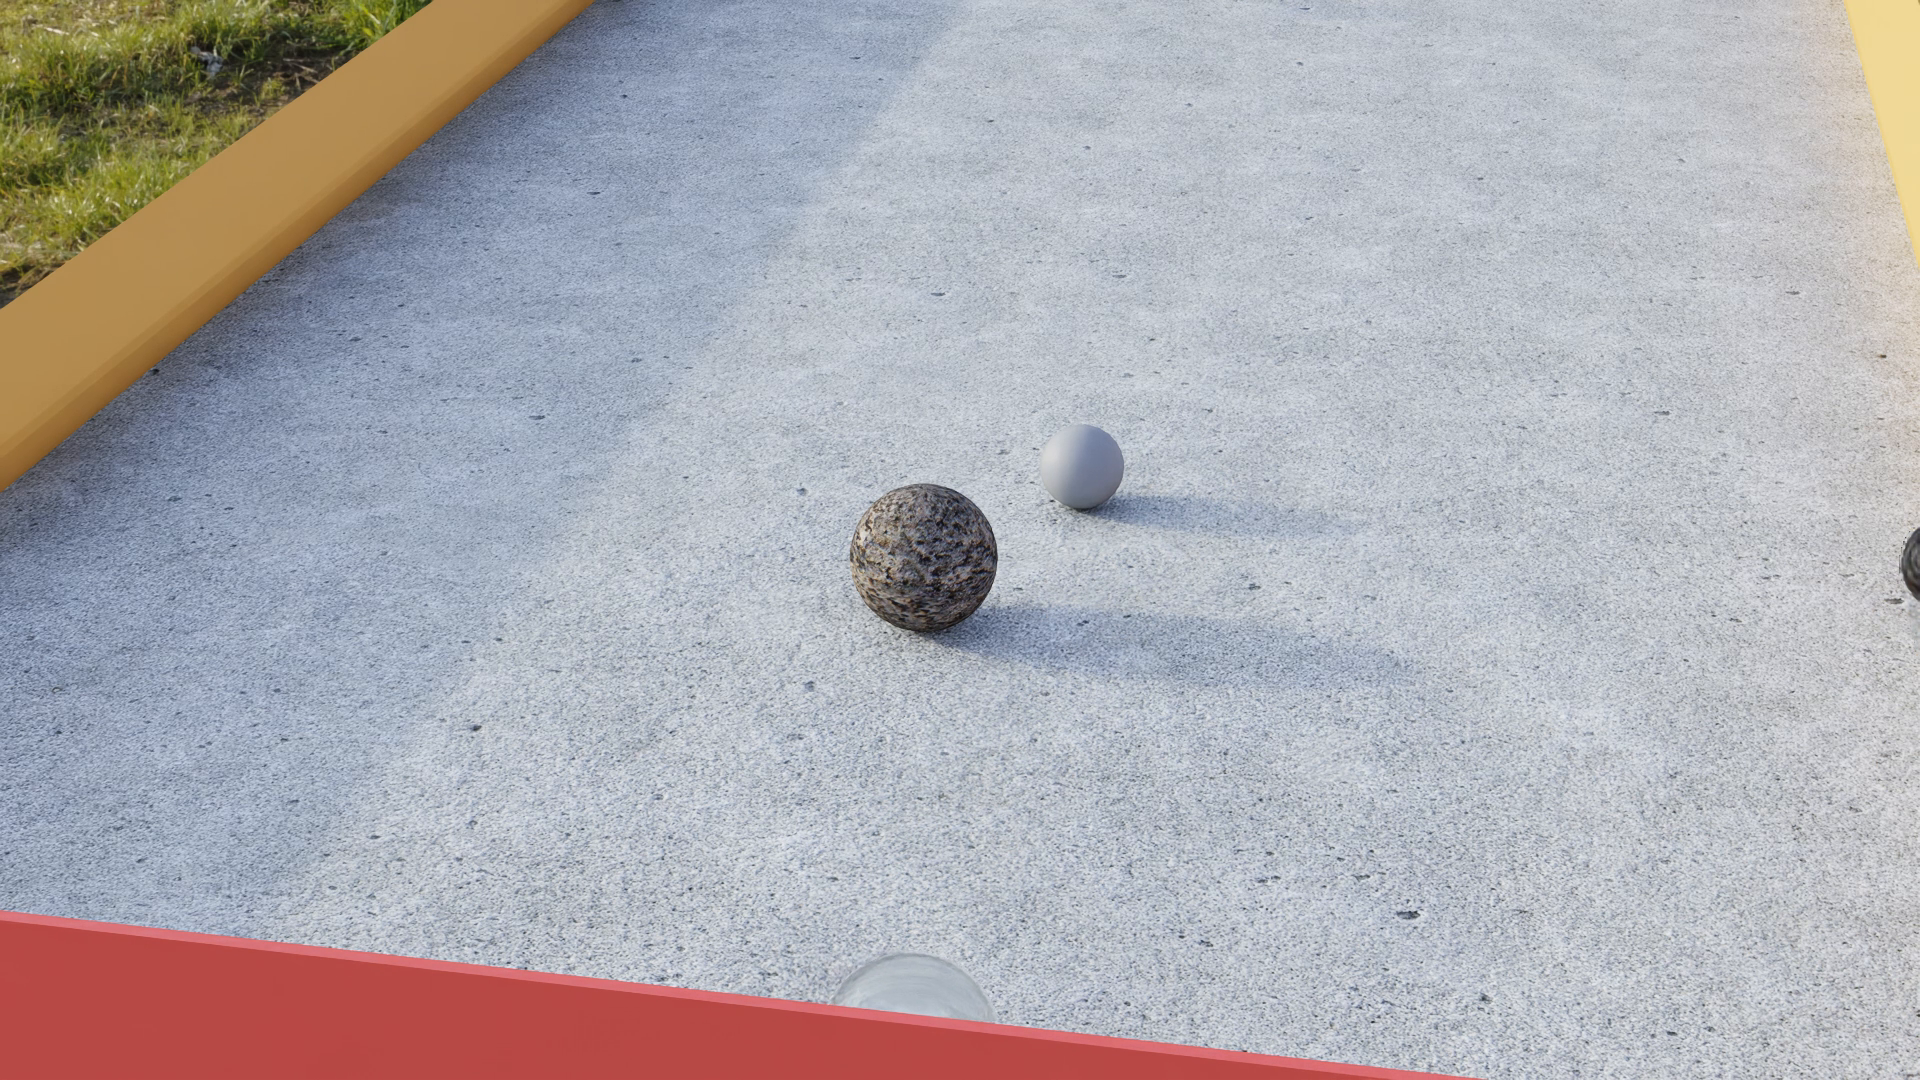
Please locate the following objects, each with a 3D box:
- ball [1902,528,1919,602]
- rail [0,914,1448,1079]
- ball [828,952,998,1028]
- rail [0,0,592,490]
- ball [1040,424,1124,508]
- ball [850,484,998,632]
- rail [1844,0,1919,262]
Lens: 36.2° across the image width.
[{"bbox_3d":[0.638,0.016,1.890,0.064,0.064,0.064,0,25,0],"label":"ball"},{"bbox_3d":[-0.124,0.243,1.333,1.393,0.122,0.045,5,26,10],"label":"rail"},{"bbox_3d":[-0.024,0.238,1.391,0.085,0.085,0.085,0,25,0],"label":"ball"},{"bbox_3d":[-0.531,-0.350,2.599,0.045,0.122,2.630,5,26,10],"label":"rail"},{"bbox_3d":[0.085,-0.051,2.039,0.059,0.059,0.059,0,25,0],"label":"ball"},{"bbox_3d":[-0.023,0.011,1.864,0.094,0.094,0.094,0,25,0],"label":"ball"},{"bbox_3d":[0.788,-0.238,2.361,0.045,0.122,2.630,5,26,10],"label":"rail"}]
